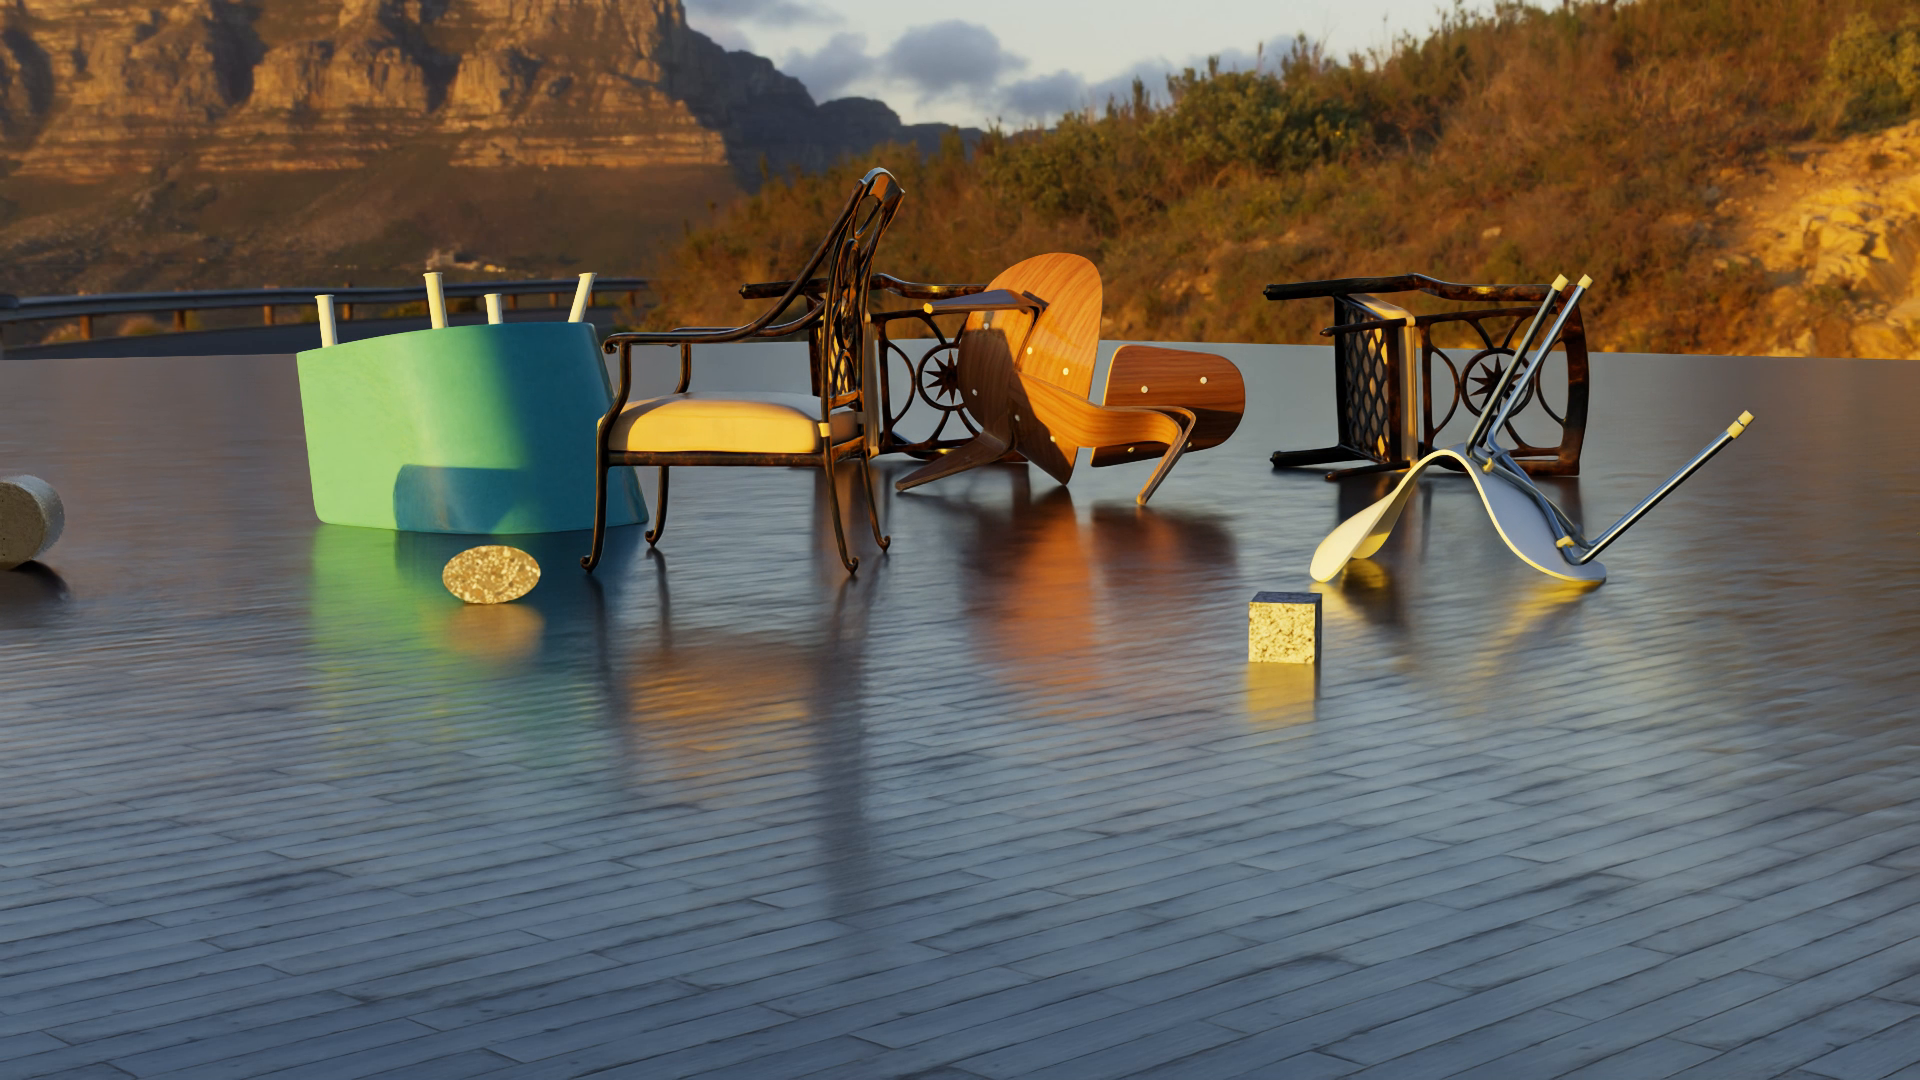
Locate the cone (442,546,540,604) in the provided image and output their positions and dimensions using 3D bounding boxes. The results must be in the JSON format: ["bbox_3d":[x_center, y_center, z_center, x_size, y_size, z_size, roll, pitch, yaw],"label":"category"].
[{"bbox_3d":[-0.986,0.084,5.316,0.195,0.118,0.295,-4,-5,-17],"label":"cone"}]

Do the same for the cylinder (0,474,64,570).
[{"bbox_3d":[-2.165,-0.041,5.850,0.192,0.201,0.223,36,0,-10],"label":"cylinder"}]

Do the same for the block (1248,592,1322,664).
[{"bbox_3d":[0.566,0.150,4.455,0.111,0.102,0.160,1,6,12],"label":"block"}]
